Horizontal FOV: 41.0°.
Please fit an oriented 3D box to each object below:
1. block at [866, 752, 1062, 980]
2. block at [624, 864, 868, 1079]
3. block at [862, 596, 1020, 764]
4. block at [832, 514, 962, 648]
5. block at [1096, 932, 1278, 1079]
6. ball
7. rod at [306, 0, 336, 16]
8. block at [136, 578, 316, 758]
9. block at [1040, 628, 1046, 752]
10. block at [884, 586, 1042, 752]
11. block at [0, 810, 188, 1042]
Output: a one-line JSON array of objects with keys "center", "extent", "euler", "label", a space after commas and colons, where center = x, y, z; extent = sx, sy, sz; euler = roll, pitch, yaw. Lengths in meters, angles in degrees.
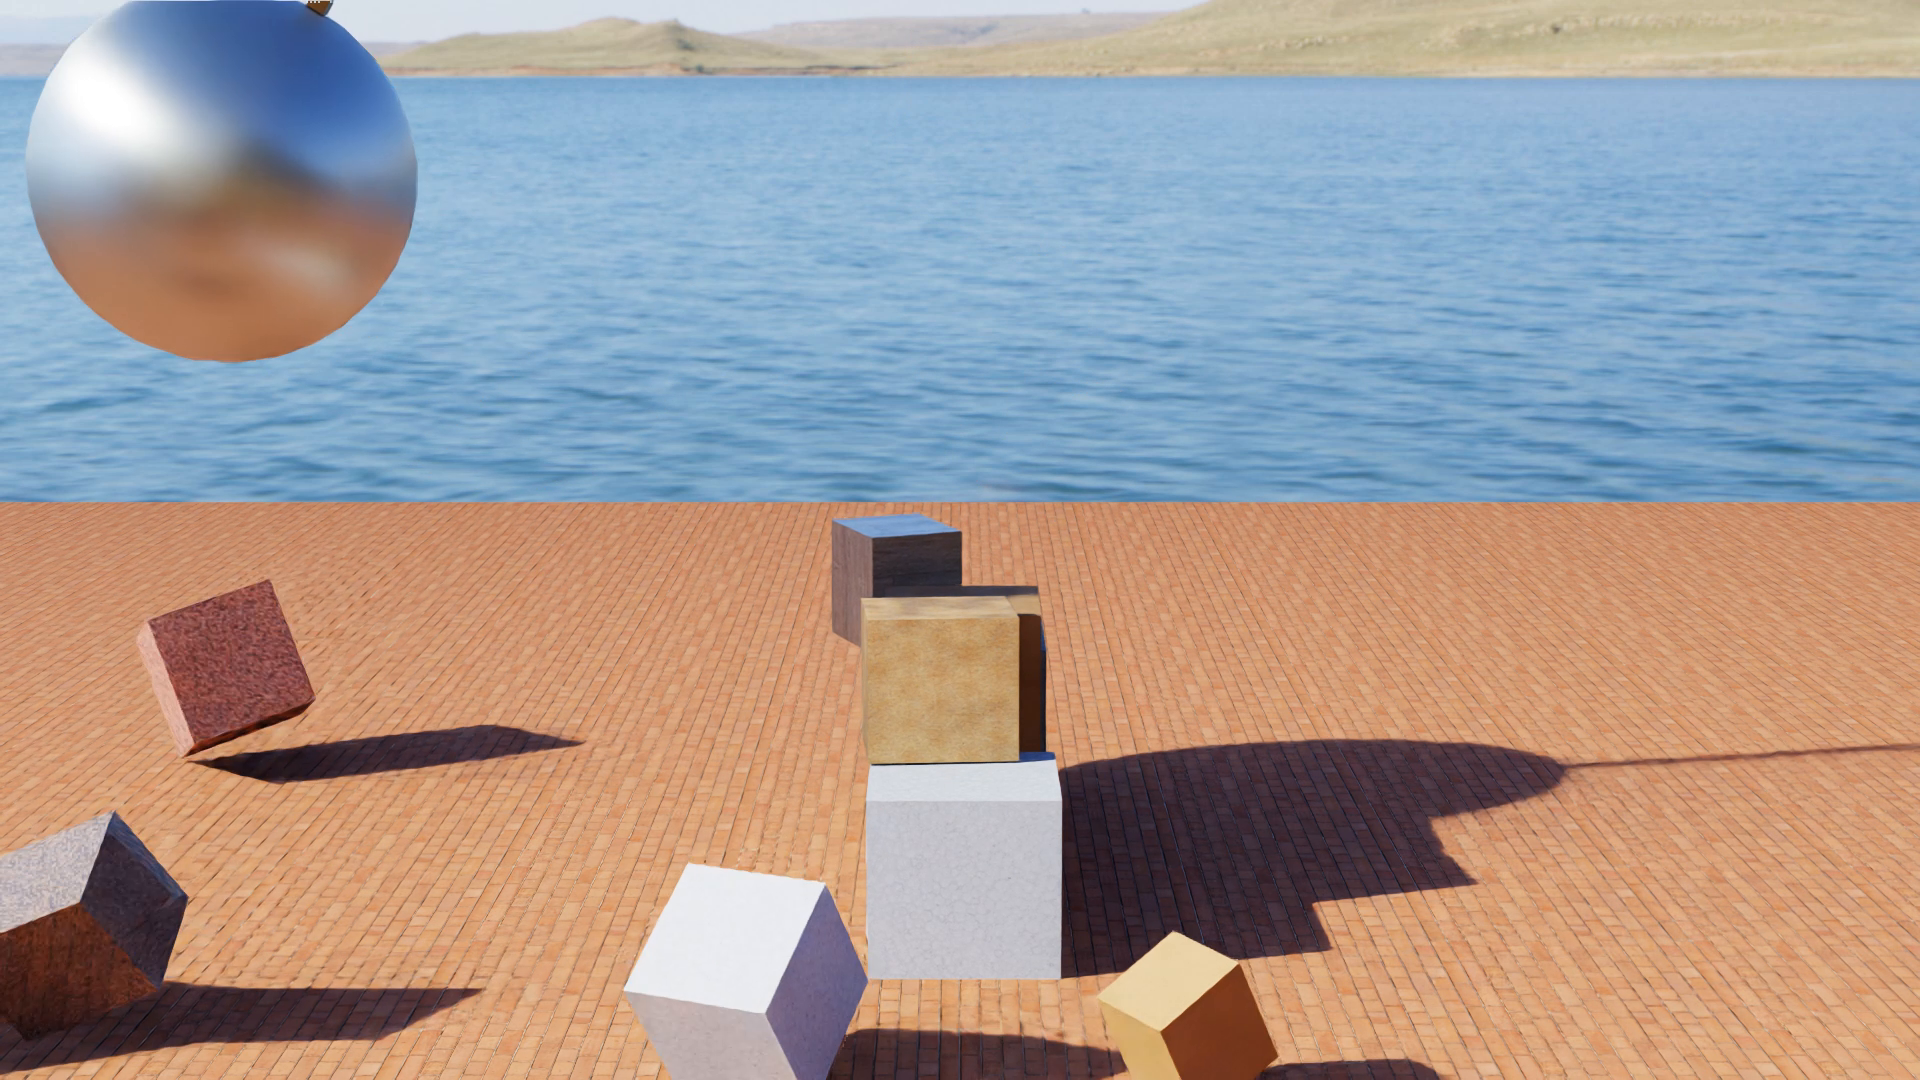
[{"center": [0.014, 1.303, 10.372], "extent": [0.762, 0.725, 0.730], "euler": [0, 10, 0], "label": "block"}, {"center": [-0.731, 1.544, 8.896], "extent": [0.541, 0.566, 0.548], "euler": [5, 47, 24], "label": "block"}, {"center": [-0.090, 0.576, 10.711], "extent": [0.616, 0.593, 0.577], "euler": [-1, 8, -5], "label": "block"}, {"center": [-0.302, 0.200, 12.098], "extent": [0.447, 0.547, 0.538], "euler": [-5, 11, -23], "label": "block"}, {"center": [0.779, 1.669, 8.793], "extent": [0.377, 0.431, 0.349], "euler": [-36, 29, -24], "label": "block"}, {"center": [-3.119, -1.554, 10.898], "extent": [1.600, 1.600, 1.600], "euler": [0, 10, 0], "label": "ball"}, {"center": [-1.351, -4.411, 10.378], "extent": [0.080, 5.200, 0.080], "euler": [31, 9, -5], "label": "rod"}, {"center": [-3.758, 0.662, 13.118], "extent": [0.632, 0.658, 0.627], "euler": [-21, -3, -25], "label": "block"}, {"center": [-0.010, 0.871, 12.359], "extent": [0.821, 0.865, 0.774], "euler": [0, 10, 0], "label": "block"}, {"center": [0.007, 0.564, 11.367], "extent": [0.686, 0.607, 0.647], "euler": [0, 10, 0], "label": "block"}, {"center": [-3.269, 1.419, 9.433], "extent": [0.574, 0.482, 0.502], "euler": [-22, 32, 12], "label": "block"}]
